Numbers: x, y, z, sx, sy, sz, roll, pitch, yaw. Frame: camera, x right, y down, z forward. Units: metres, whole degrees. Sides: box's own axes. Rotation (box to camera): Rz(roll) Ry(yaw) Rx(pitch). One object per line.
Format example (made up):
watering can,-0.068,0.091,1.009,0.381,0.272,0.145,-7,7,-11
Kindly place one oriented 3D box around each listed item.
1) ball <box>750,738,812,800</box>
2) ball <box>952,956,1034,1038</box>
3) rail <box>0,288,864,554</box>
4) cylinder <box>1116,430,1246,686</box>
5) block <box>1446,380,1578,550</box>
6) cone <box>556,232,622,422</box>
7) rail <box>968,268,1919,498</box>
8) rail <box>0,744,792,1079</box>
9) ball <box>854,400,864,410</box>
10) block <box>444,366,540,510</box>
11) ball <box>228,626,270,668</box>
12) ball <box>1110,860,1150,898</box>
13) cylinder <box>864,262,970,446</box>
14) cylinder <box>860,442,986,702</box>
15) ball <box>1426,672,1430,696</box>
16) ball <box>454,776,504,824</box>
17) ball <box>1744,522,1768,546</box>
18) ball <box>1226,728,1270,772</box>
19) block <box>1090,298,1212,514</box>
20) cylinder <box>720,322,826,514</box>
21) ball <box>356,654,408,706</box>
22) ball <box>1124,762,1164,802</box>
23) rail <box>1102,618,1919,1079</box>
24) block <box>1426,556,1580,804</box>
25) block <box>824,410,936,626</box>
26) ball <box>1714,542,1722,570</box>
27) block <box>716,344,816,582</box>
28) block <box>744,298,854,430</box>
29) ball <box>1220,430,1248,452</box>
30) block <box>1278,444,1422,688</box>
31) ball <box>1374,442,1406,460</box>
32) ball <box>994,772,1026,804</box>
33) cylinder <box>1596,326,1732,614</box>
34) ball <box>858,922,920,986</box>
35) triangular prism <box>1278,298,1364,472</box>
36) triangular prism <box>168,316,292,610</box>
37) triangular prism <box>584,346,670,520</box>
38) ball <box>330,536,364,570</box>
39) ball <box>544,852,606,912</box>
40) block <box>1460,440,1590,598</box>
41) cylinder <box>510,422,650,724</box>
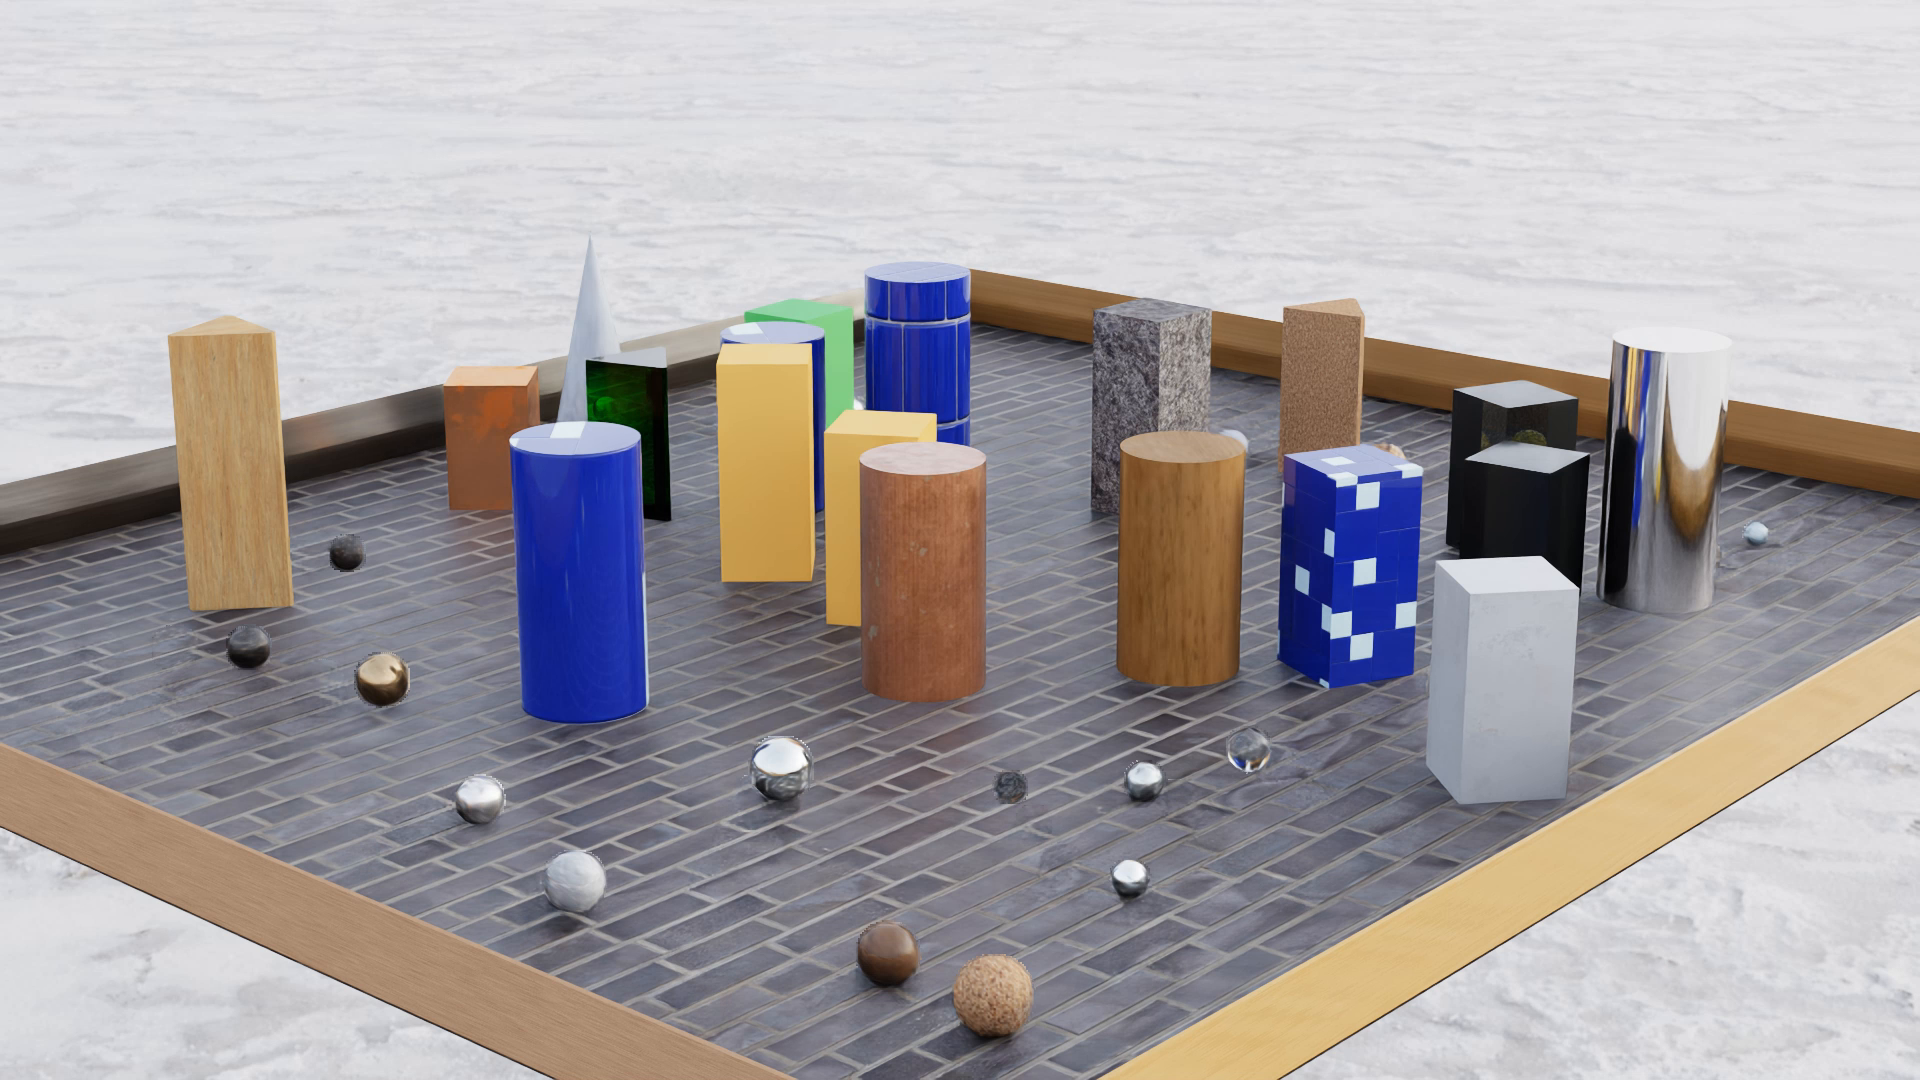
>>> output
ball,-0.256,0.328,4.208,0.091,0.091,0.091,0,17,0
ball,0.040,0.543,3.487,0.096,0.096,0.096,0,17,0
rail,-1.099,-0.243,6.034,0.045,0.129,3.380,14,22,39
cylinder,0.354,0.028,4.721,0.199,0.370,0.199,0,17,0
block,1.007,-0.124,5.356,0.159,0.295,0.159,-8,19,-26
cone,-0.740,-0.394,5.942,0.199,0.473,0.199,0,17,0
rail,1.092,-0.330,6.324,2.960,0.129,0.045,14,22,39
rail,-1.092,0.395,3.915,2.960,0.129,0.045,14,22,39
ball,-0.238,-0.266,6.216,0.070,0.070,0.070,0,17,0
block,-0.904,-0.199,5.690,0.159,0.246,0.159,0,17,0
ball,-1.153,0.175,4.756,0.069,0.069,0.069,0,17,0
ball,0.225,0.449,3.878,0.051,0.051,0.051,0,17,0
cylinder,-0.080,-0.278,5.562,0.199,0.470,0.199,0,17,0
cylinder,-0.058,0.049,4.650,0.199,0.371,0.199,0,17,0
ball,0.770,0.225,4.554,0.089,0.089,0.089,0,17,0
ball,-0.676,0.366,4.122,0.067,0.067,0.067,0,17,0
ball,1.472,-0.011,5.419,0.042,0.042,0.042,0,17,0
ball,0.426,0.309,4.318,0.065,0.065,0.065,0,17,0
block,0.365,-0.250,5.609,0.159,0.390,0.159,14,22,39
cylinder,-0.357,-0.231,5.629,0.199,0.342,0.199,0,17,0
ball,-0.904,0.218,4.588,0.082,0.082,0.082,0,17,0
ball,0.265,0.347,4.207,0.056,0.056,0.056,0,17,0
rail,1.099,0.308,4.206,0.045,0.129,3.380,14,22,39
block,0.782,0.201,4.240,0.159,0.316,0.159,-3,17,-8
block,-0.133,-0.036,4.994,0.159,0.336,0.159,3,17,10
ball,1.312,0.028,5.212,0.080,0.080,0.080,0,17,0
block,-0.344,-0.139,5.230,0.159,0.396,0.159,0,17,0
block,-0.333,-0.342,6.103,0.159,0.282,0.159,11,20,33
ball,0.552,-0.191,5.970,0.069,0.069,0.069,0,17,0
block,0.626,0.040,4.720,0.159,0.347,0.159,-8,18,-24
ball,0.837,-0.147,5.787,0.090,0.090,0.090,0,17,0
ball,0.072,0.354,4.198,0.046,0.046,0.046,0,17,0
cylinder,1.213,-0.122,5.061,0.199,0.460,0.199,0,17,0
ball,-0.089,0.512,3.624,0.077,0.077,0.077,0,17,0
triangular prism,0.753,-0.306,5.888,0.173,0.338,0.150,10,19,29
triangular prism,-1.253,-0.136,5.067,0.173,0.484,0.150,-3,17,-9
triangular prism,-0.602,-0.209,5.631,0.173,0.299,0.150,7,18,22
ball,-1.101,0.024,5.268,0.062,0.062,0.062,0,17,0
ball,-0.504,0.447,3.833,0.080,0.080,0.080,0,17,0
block,0.974,-0.020,5.072,0.159,0.259,0.159,12,20,34
cylinder,-0.588,0.050,4.545,0.199,0.430,0.199,0,17,0
